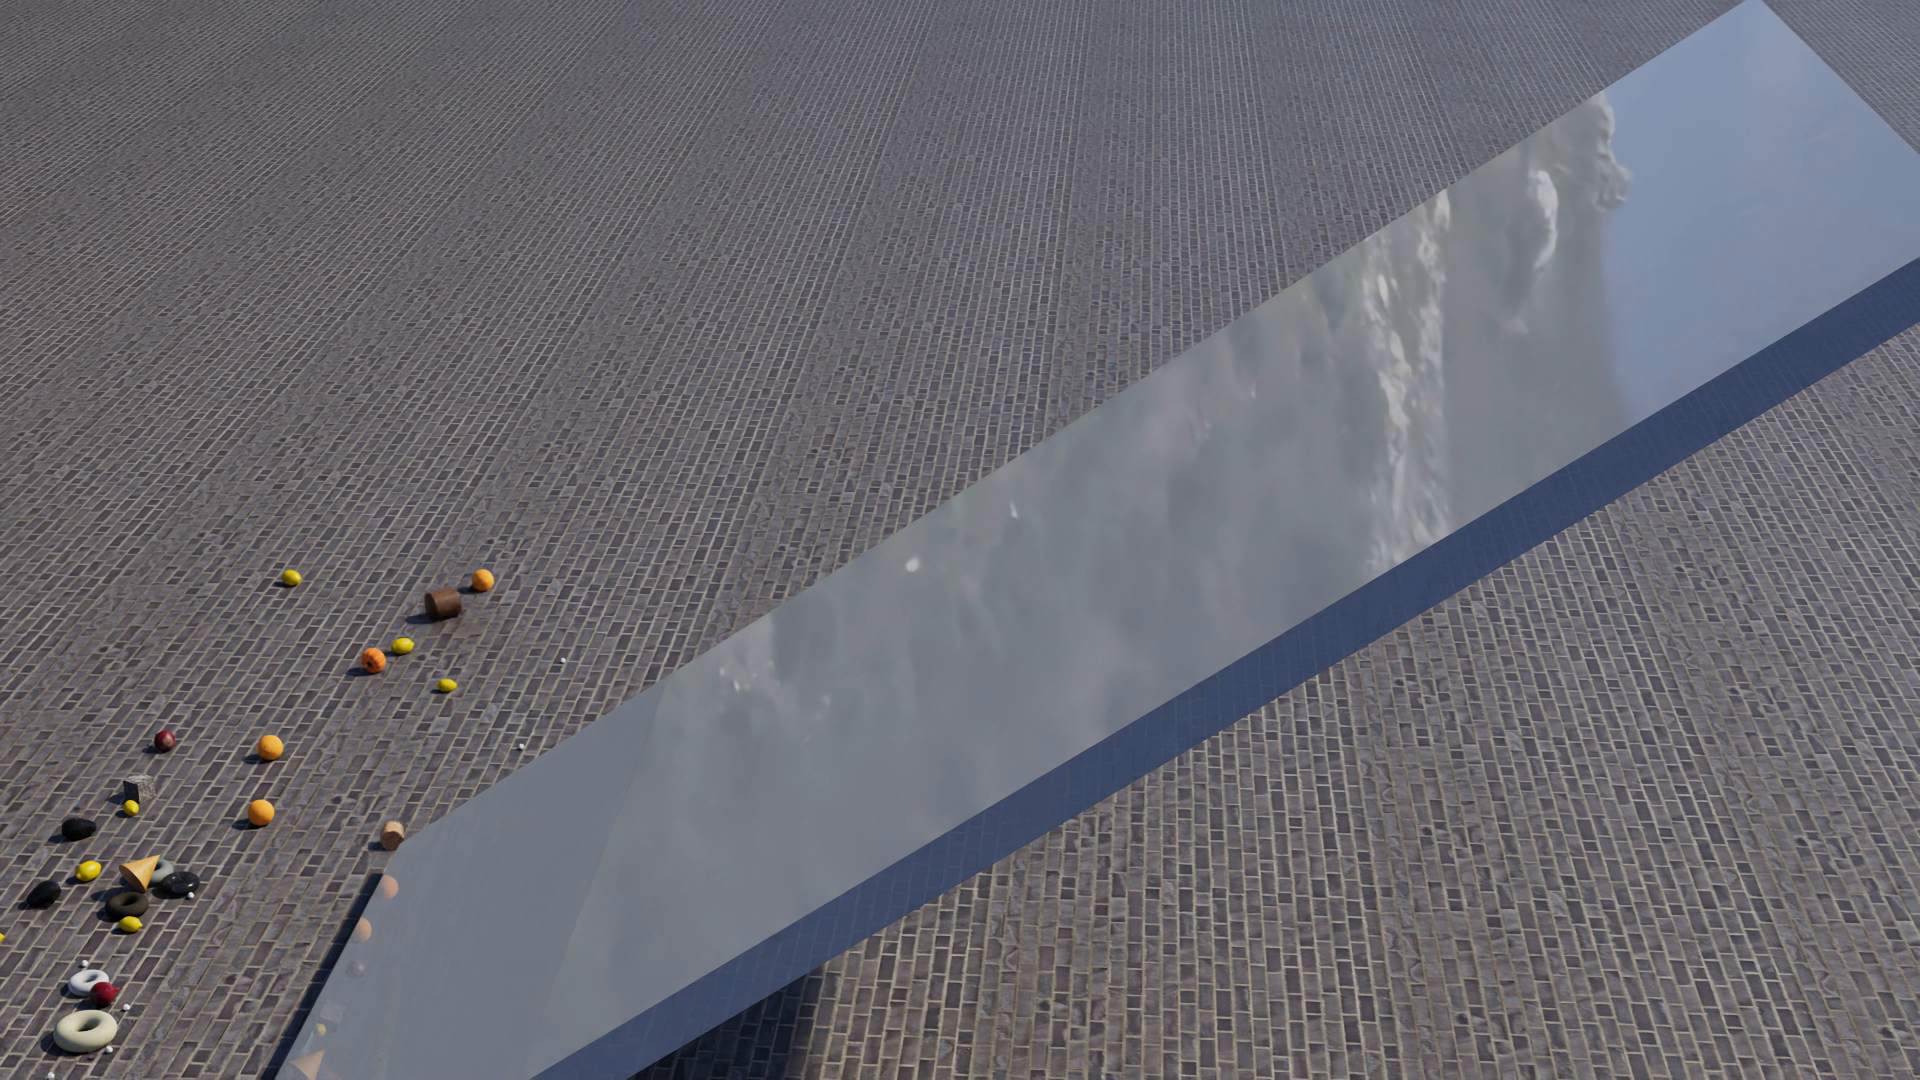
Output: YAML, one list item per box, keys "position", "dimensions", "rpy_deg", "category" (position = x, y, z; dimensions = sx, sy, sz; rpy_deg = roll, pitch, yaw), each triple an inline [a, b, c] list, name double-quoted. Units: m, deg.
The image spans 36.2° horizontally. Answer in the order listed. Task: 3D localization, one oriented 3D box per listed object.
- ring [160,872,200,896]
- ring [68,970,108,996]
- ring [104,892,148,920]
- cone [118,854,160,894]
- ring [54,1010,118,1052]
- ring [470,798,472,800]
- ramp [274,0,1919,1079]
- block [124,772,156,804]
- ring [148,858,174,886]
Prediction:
- position: [-2.030, 0.895, 7.653]
  dimensions: [0.102, 0.034, 0.102]
  rpy_deg: [-1, 22, 0]
  category: "ring"
- position: [-2.126, 1.080, 7.175]
  dimensions: [0.098, 0.033, 0.098]
  rpy_deg: [-1, 21, 1]
  category: "ring"
- position: [-2.136, 0.938, 7.540]
  dimensions: [0.109, 0.036, 0.109]
  rpy_deg: [0, 22, 0]
  category: "ring"
- position: [-2.115, 0.849, 7.643]
  dimensions: [0.098, 0.098, 0.098]
  rpy_deg: [18, 49, 38]
  category: "cone"
- position: [-2.066, 1.160, 6.946]
  dimensions: [0.146, 0.049, 0.146]
  rpy_deg: [0, 22, 0]
  category: "ring"
- position: [-1.308, 0.731, 8.081]
  dimensions: [0.103, 0.034, 0.103]
  rpy_deg: [-1, 21, 1]
  category: "ring"
- position: [0.137, 0.173, 6.302]
  dimensions: [4.000, 0.100, 2.000]
  rpy_deg: [-32, 16, 15]
  category: "ramp"
- position: [-2.277, 0.688, 8.159]
  dimensions: [0.058, 0.058, 0.058]
  rpy_deg: [13, 24, 30]
  category: "block"
- position: [-2.121, 0.871, 7.713]
  dimensions: [0.115, 0.038, 0.115]
  rpy_deg: [1, 22, 0]
  category: "ring"
